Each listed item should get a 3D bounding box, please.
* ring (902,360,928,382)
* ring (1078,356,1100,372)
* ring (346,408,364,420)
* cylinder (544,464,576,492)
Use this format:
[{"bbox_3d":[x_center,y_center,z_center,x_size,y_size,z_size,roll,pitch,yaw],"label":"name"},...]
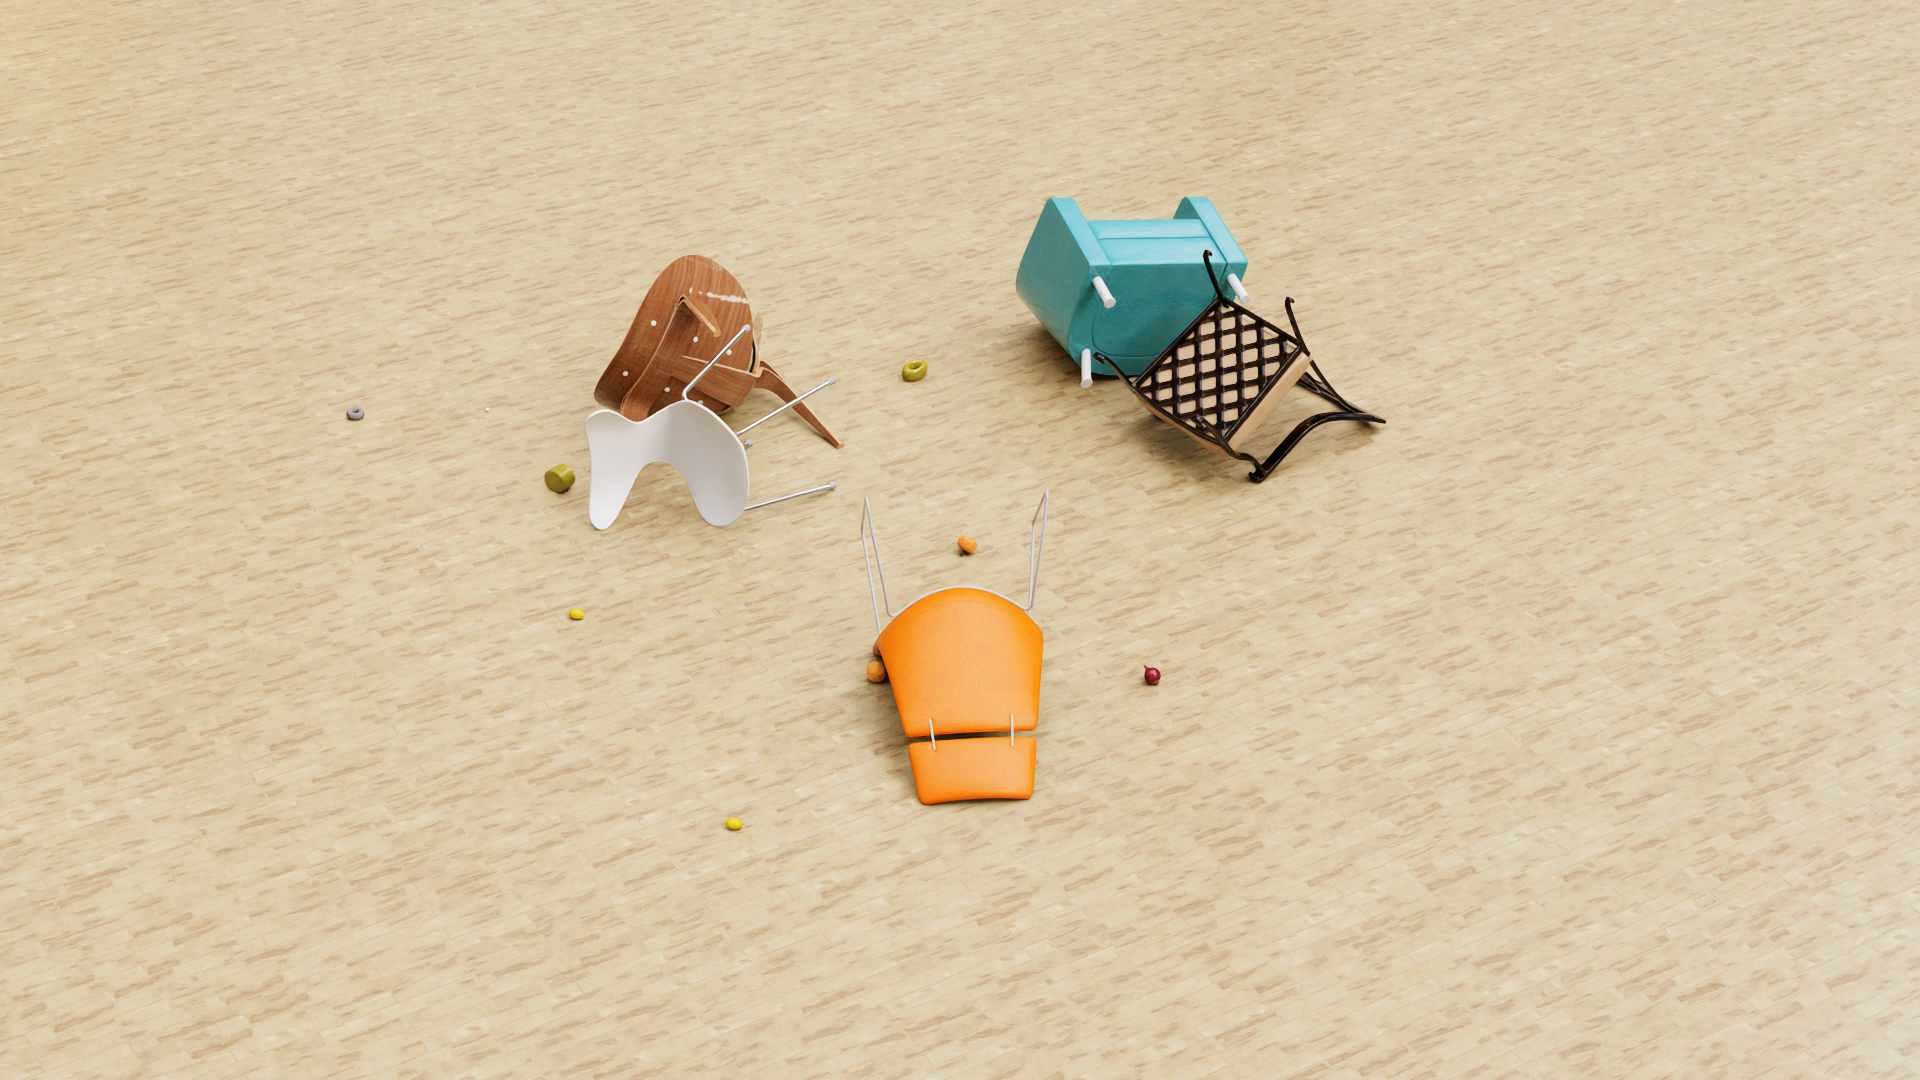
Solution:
[{"bbox_3d":[-0.185,-0.690,11.940,0.125,0.058,0.085,-30,50,-33],"label":"ring"},{"bbox_3d":[0.528,-0.717,11.994,0.087,0.042,0.080,28,38,31],"label":"ring"},{"bbox_3d":[-2.408,-0.503,11.679,0.072,0.033,0.066,12,37,16],"label":"ring"},{"bbox_3d":[-1.532,-0.238,11.218,0.105,0.094,0.065,-1,26,41],"label":"cylinder"}]
